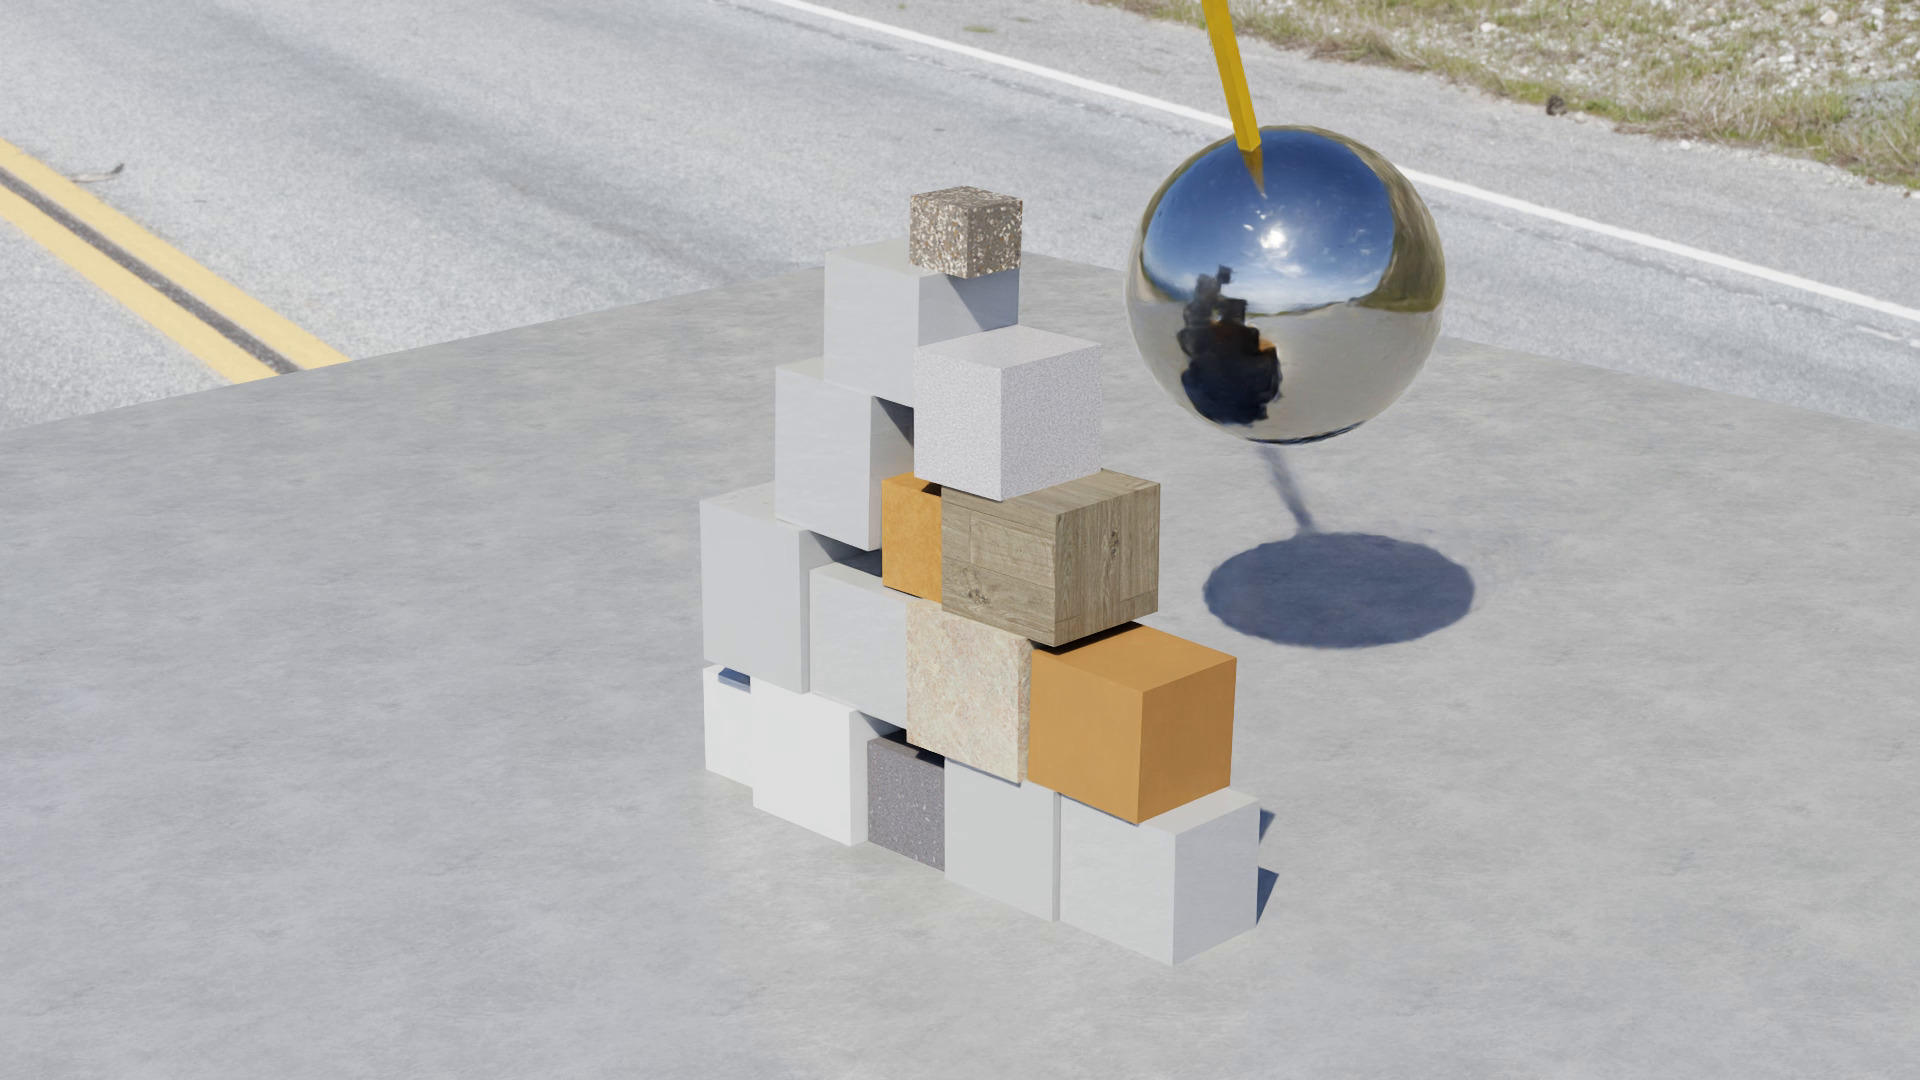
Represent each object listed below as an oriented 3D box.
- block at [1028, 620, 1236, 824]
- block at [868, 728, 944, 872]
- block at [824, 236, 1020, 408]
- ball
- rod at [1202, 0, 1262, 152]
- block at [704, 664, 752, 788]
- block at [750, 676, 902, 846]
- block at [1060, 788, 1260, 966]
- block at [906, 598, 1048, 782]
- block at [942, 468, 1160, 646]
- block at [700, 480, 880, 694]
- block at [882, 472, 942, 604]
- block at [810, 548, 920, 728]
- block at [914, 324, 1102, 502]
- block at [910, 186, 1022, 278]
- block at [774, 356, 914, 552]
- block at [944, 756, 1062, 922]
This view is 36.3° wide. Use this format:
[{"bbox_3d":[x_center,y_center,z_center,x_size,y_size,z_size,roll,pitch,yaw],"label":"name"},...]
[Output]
[{"bbox_3d":[0.749,0.781,12.794,0.613,0.603,0.643,-17,26,-42],"label":"block"},{"bbox_3d":[-0.051,1.182,13.744,0.526,0.503,0.554,-17,24,-42],"label":"block"},{"bbox_3d":[-0.175,-0.998,13.212,0.629,0.593,0.605,-17,26,-42],"label":"block"},{"bbox_3d":[1.623,-1.270,14.644,1.600,1.600,1.600,0,17,0],"label":"ball"},{"bbox_3d":[0.703,-3.991,12.825,0.080,5.200,0.080,17,46,42],"label":"rod"},{"bbox_3d":[-0.912,0.896,14.606,0.498,0.532,0.524,-17,24,-42],"label":"block"},{"bbox_3d":[-0.502,0.968,14.142,0.726,0.674,0.692,-17,24,-42],"label":"block"},{"bbox_3d":[0.874,1.405,12.860,0.560,0.608,0.658,-17,24,-42],"label":"block"},{"bbox_3d":[0.256,0.601,13.249,0.710,0.665,0.699,-17,24,-42],"label":"block"},{"bbox_3d":[0.399,0.033,12.958,0.671,0.592,0.689,-17,24,-42],"label":"block"},{"bbox_3d":[-0.720,0.188,14.159,0.777,0.804,0.705,-17,24,-42],"label":"block"},{"bbox_3d":[-0.029,-0.037,13.336,0.478,0.500,0.440,-17,24,-42],"label":"block"},{"bbox_3d":[-0.232,0.434,13.706,0.655,0.607,0.670,-17,25,-42],"label":"block"},{"bbox_3d":[0.212,-0.569,12.911,0.638,0.585,0.531,-17,24,-42],"label":"block"},{"bbox_3d":[0.026,-1.357,12.888,0.339,0.306,0.357,-17,26,-42],"label":"block"},{"bbox_3d":[-0.392,-0.445,13.623,0.679,0.731,0.637,-17,26,-42],"label":"block"},{"bbox_3d":[0.398,1.255,13.314,0.649,0.622,0.671,-17,24,-42],"label":"block"}]
